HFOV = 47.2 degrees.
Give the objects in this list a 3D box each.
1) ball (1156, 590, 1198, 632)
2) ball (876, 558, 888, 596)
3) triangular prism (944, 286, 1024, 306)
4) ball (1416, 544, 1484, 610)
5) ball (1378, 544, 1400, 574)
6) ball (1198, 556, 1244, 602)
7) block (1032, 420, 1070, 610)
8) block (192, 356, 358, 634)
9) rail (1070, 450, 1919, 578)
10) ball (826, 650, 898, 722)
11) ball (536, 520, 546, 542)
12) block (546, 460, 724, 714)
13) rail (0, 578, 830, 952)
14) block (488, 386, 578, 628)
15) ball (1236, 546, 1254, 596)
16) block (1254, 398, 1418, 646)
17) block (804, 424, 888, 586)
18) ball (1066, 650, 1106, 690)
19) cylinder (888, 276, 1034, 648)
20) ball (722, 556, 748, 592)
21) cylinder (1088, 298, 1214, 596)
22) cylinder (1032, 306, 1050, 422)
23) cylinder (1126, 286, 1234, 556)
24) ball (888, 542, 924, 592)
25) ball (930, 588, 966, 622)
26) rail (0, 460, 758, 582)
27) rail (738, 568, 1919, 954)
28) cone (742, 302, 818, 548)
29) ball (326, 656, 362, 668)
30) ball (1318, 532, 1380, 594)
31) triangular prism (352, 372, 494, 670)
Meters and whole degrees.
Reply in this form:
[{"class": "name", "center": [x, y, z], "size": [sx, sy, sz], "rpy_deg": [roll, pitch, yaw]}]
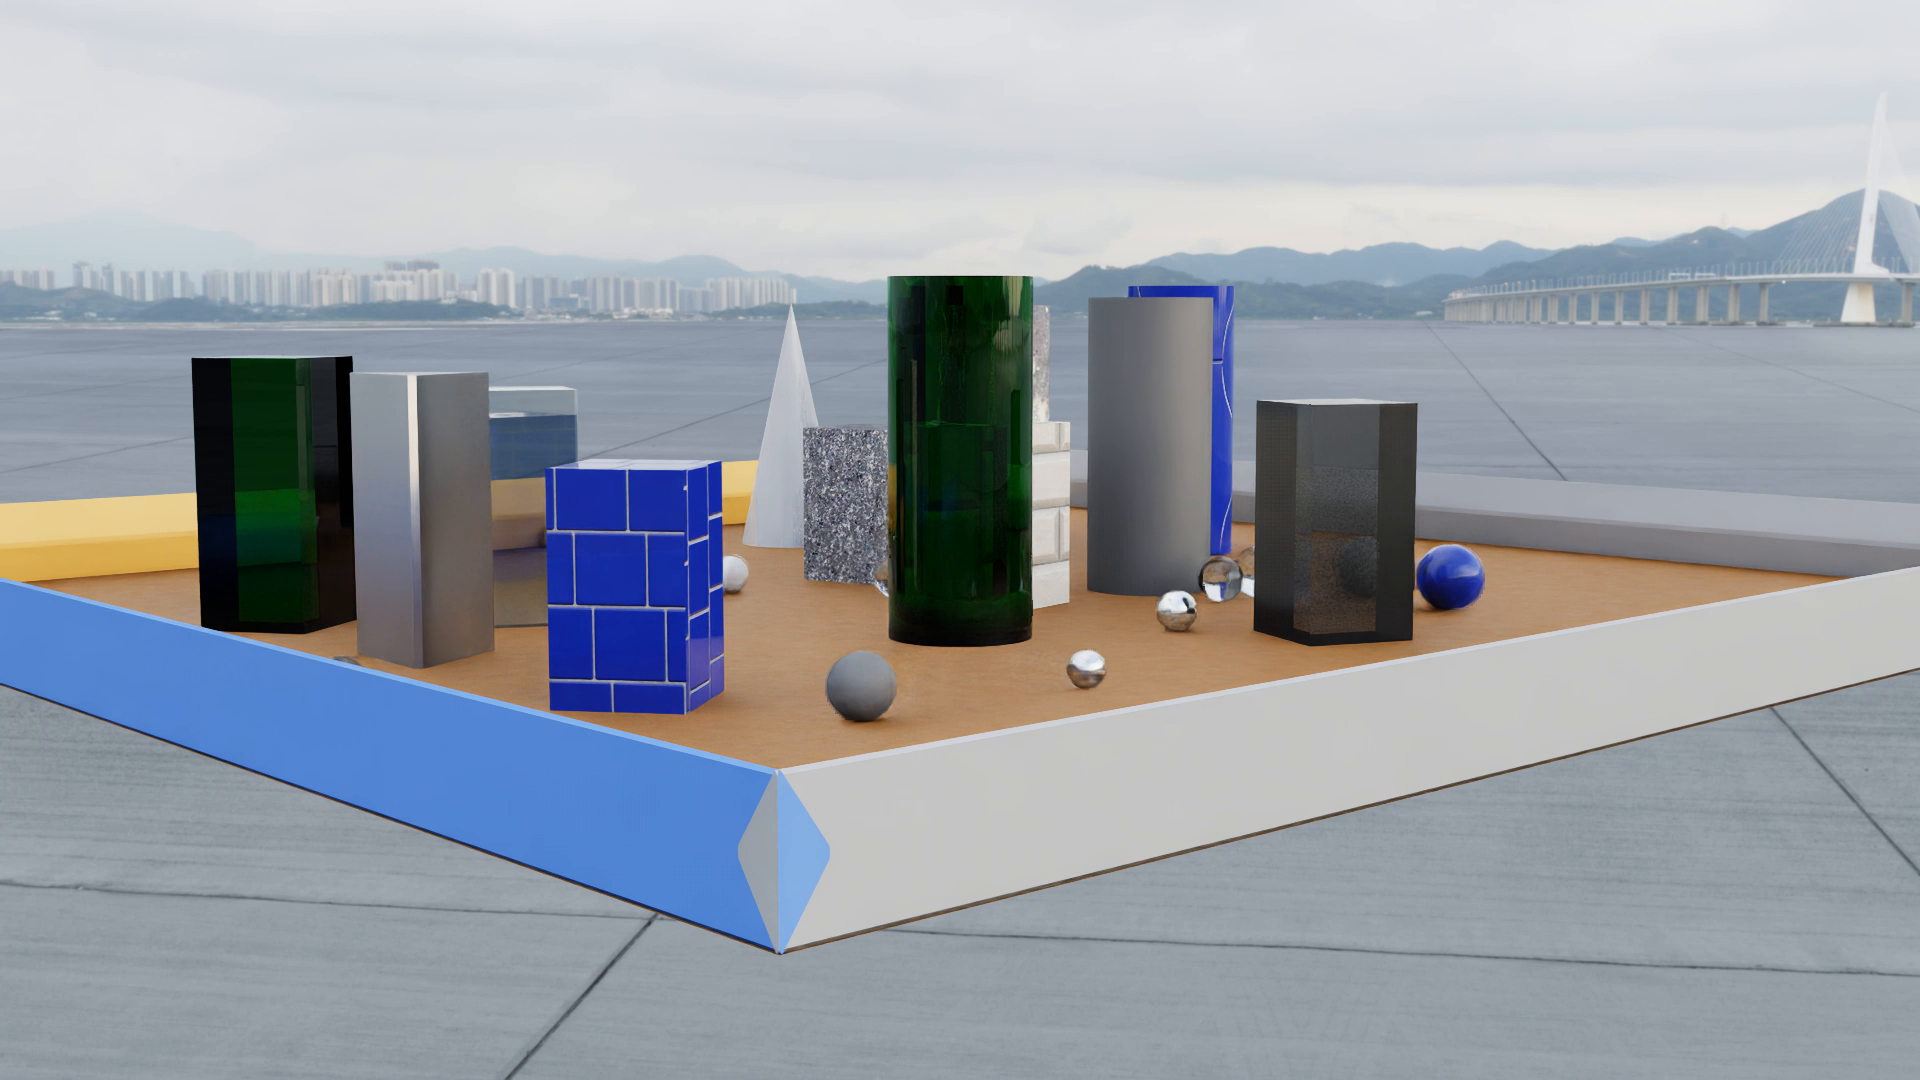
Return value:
[{"class": "ball", "center": [0.301, 0.098, 3.060], "size": [0.058, 0.058, 0.058], "rpy_deg": [0, 6, 0]}, {"class": "ball", "center": [-0.098, 0.058, 3.398], "size": [0.067, 0.067, 0.067], "rpy_deg": [0, 6, 0]}, {"class": "triangular prism", "center": [0.080, -0.251, 4.316], "size": [0.171, 0.491, 0.148], "rpy_deg": [3, 7, 27]}, {"class": "ball", "center": [0.728, 0.056, 3.271], "size": [0.099, 0.099, 0.099], "rpy_deg": [0, 6, 0]}, {"class": "ball", "center": [0.720, 0.033, 3.722], "size": [0.050, 0.050, 0.050], "rpy_deg": [0, 6, 0]}, {"class": "ball", "center": [0.400, 0.060, 3.372], "size": [0.069, 0.069, 0.069], "rpy_deg": [0, 6, 0]}, {"class": "block", "center": [0.057, -0.040, 3.336], "size": [0.158, 0.276, 0.158], "rpy_deg": [4, 7, 36]}, {"class": "block", "center": [-0.963, -0.068, 3.105], "size": [0.158, 0.380, 0.158], "rpy_deg": [1, 6, 13]}, {"class": "rail", "center": [0.960, -0.059, 4.213], "size": [0.045, 0.128, 2.514], "rpy_deg": [-5, 8, -42]}, {"class": "ball", "center": [-0.107, 0.158, 2.391], "size": [0.077, 0.077, 0.077], "rpy_deg": [0, 6, 0]}, {"class": "ball", "center": [-0.797, -0.017, 4.249], "size": [0.041, 0.041, 0.041], "rpy_deg": [0, 6, 0]}, {"class": "block", "center": [-0.368, 0.049, 2.507], "size": [0.158, 0.271, 0.158], "rpy_deg": [1, 6, 9]}, {"class": "rail", "center": [-0.960, 0.125, 2.451], "size": [0.045, 0.128, 2.514], "rpy_deg": [-5, 8, -42]}, {"class": "block", "center": [-0.637, -0.051, 3.158], "size": [0.158, 0.334, 0.158], "rpy_deg": [-2, 6, -18]}, {"class": "ball", "center": [0.466, 0.049, 3.417], "size": [0.081, 0.081, 0.081], "rpy_deg": [0, 6, 0]}, {"class": "block", "center": [0.511, -0.029, 3.006], "size": [0.158, 0.321, 0.158], "rpy_deg": [-2, 6, -20]}, {"class": "block", "center": [-0.149, -0.062, 3.662], "size": [0.158, 0.252, 0.158], "rpy_deg": [4, 7, 34]}, {"class": "ball", "center": [0.149, 0.153, 2.590], "size": [0.047, 0.047, 0.047], "rpy_deg": [0, 6, 0]}, {"class": "cylinder", "center": [0.000, -0.111, 2.988], "size": [0.197, 0.490, 0.197], "rpy_deg": [0, 6, 0]}, {"class": "ball", "center": [-0.363, 0.054, 3.479], "size": [0.058, 0.058, 0.058], "rpy_deg": [0, 6, 0]}, {"class": "cylinder", "center": [0.302, -0.153, 3.509], "size": [0.197, 0.464, 0.197], "rpy_deg": [0, 6, 0]}, {"class": "cylinder", "center": [0.061, -0.191, 3.930], "size": [0.197, 0.453, 0.197], "rpy_deg": [0, 6, 0]}, {"class": "cylinder", "center": [0.405, -0.222, 4.057], "size": [0.197, 0.488, 0.197], "rpy_deg": [0, 6, 0]}, {"class": "ball", "center": [-0.075, 0.043, 3.494], "size": [0.078, 0.078, 0.078], "rpy_deg": [0, 6, 0]}, {"class": "ball", "center": [-0.017, 0.093, 3.145], "size": [0.050, 0.050, 0.050], "rpy_deg": [0, 6, 0]}, {"class": "rail", "center": [-0.836, -0.061, 4.233], "size": [2.661, 0.128, 0.045], "rpy_deg": [-5, 8, -42]}, {"class": "rail", "center": [0.836, 0.127, 2.430], "size": [2.661, 0.128, 0.045], "rpy_deg": [-5, 8, -42]}, {"class": "cone", "center": [-0.322, -0.224, 4.212], "size": [0.197, 0.460, 0.197], "rpy_deg": [0, 6, 0]}, {"class": "ball", "center": [-0.694, 0.160, 2.460], "size": [0.060, 0.060, 0.060], "rpy_deg": [0, 6, 0]}, {"class": "ball", "center": [0.614, 0.036, 3.469], "size": [0.097, 0.097, 0.097], "rpy_deg": [0, 6, 0]}, {"class": "triangular prism", "center": [-0.672, -0.032, 2.831], "size": [0.148, 0.365, 0.171], "rpy_deg": [-5, 8, -40]}]
